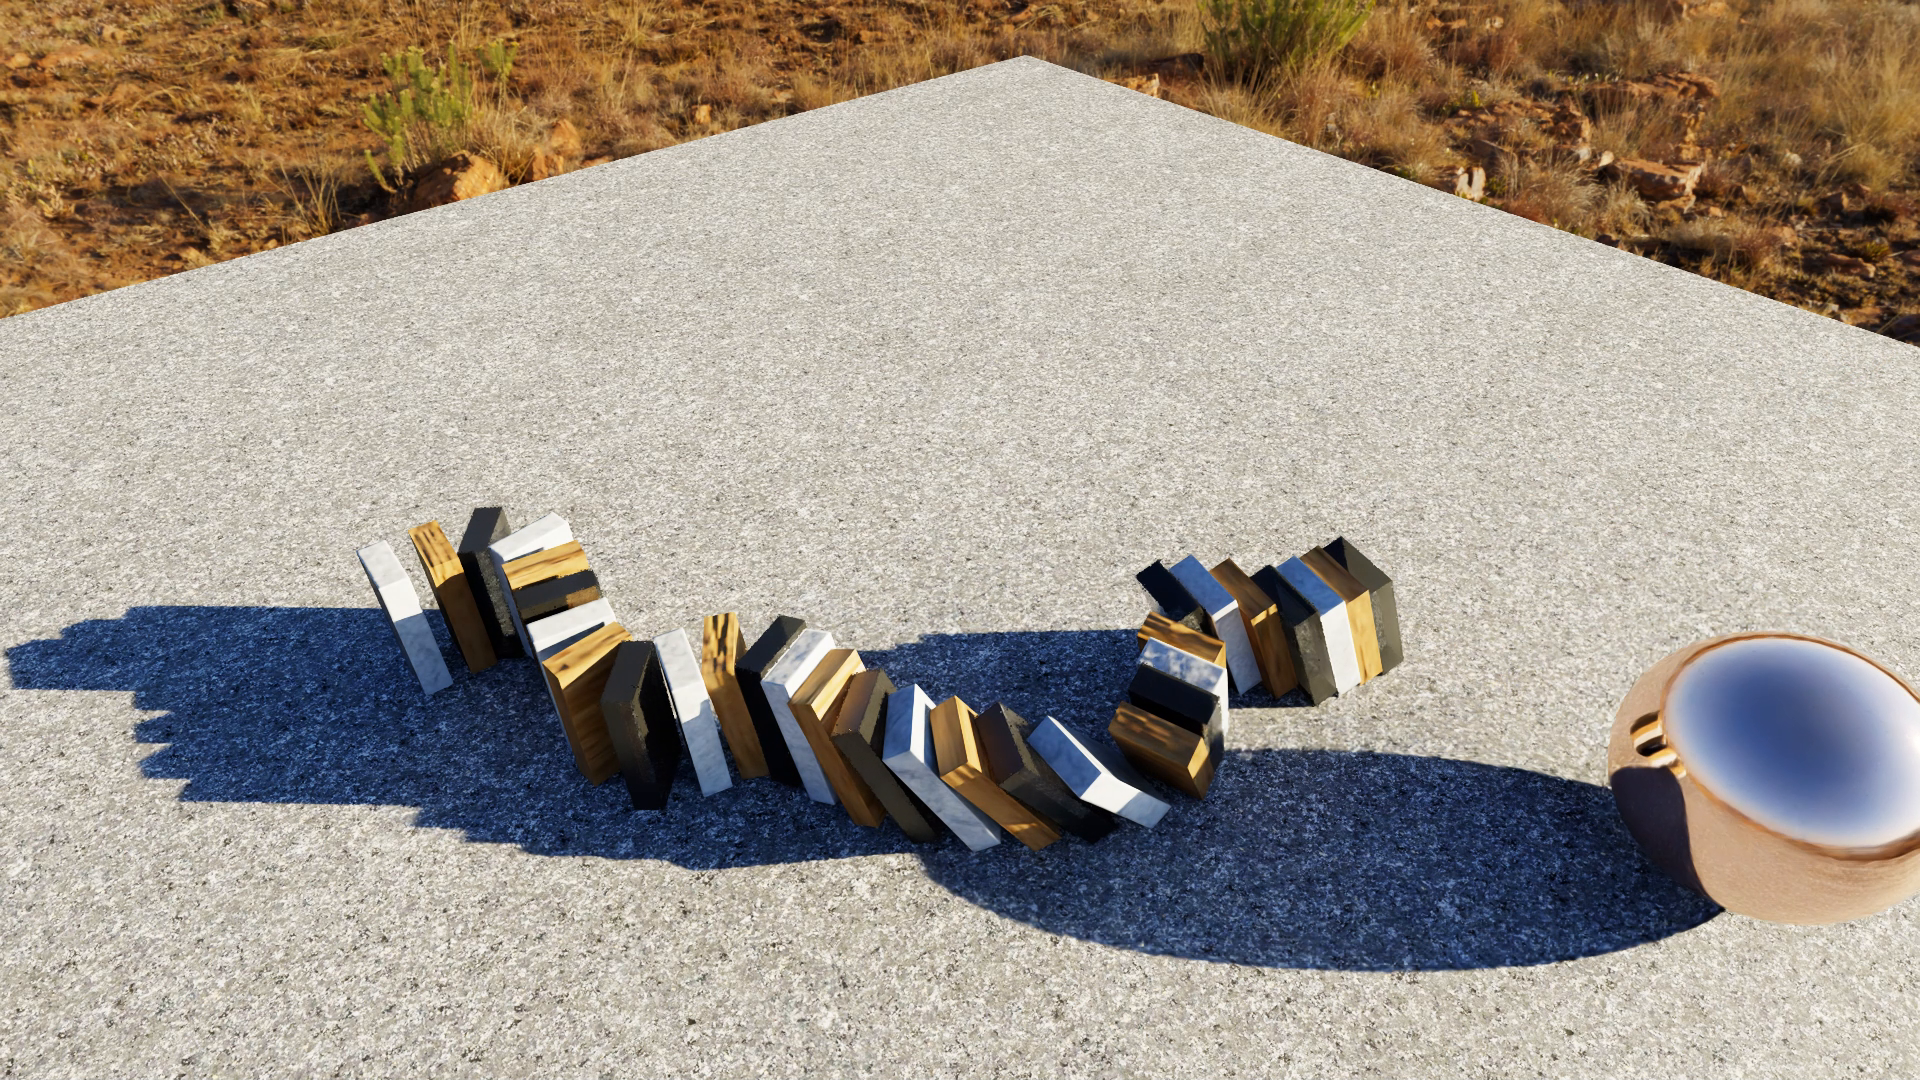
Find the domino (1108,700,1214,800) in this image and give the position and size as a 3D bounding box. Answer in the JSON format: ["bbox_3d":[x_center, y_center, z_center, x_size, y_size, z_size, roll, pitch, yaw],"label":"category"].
[{"bbox_3d":[0.062,0.065,0.334,0.025,0.050,0.010,23,75,25],"label":"domino"}]

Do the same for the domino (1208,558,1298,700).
[{"bbox_3d":[0.100,0.031,0.374,0.010,0.050,0.025,-33,45,-2],"label":"domino"}]

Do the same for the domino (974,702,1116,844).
[{"bbox_3d":[0.026,0.070,0.330,0.010,0.050,0.025,-39,40,13],"label":"domino"}]

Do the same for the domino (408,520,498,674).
[{"bbox_3d":[-0.178,0.021,0.386,0.010,0.050,0.025,-25,46,-27],"label":"domino"}]

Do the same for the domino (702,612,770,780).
[{"bbox_3d":[-0.070,0.050,0.350,0.010,0.050,0.025,-10,40,-2],"label":"domino"}]

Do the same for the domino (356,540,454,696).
[{"bbox_3d":[-0.191,0.027,0.378,0.009,0.050,0.025,-27,47,-29],"label":"domino"}]

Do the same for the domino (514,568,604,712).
[{"bbox_3d":[-0.129,0.035,0.369,0.025,0.050,0.009,-20,43,-22],"label":"domino"}]

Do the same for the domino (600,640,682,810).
[{"bbox_3d":[-0.098,0.058,0.341,0.010,0.050,0.025,0,39,2],"label":"domino"}]

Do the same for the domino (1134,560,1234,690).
[{"bbox_3d":[0.077,0.031,0.374,0.010,0.050,0.025,-35,45,-1],"label":"domino"}]

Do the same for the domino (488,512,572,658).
[{"bbox_3d":[-0.147,0.017,0.390,0.010,0.050,0.025,28,47,30],"label":"domino"}]

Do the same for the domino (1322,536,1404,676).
[{"bbox_3d":[0.140,0.023,0.383,0.010,0.050,0.025,-33,45,-2],"label":"domino"}]

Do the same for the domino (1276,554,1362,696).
[{"bbox_3d":[0.122,0.030,0.375,0.009,0.050,0.025,-33,45,-2],"label":"domino"}]

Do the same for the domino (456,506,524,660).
[{"bbox_3d":[-0.164,0.016,0.392,0.009,0.050,0.025,-3,39,-4],"label":"domino"}]

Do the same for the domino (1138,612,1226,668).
[{"bbox_3d":[0.073,0.043,0.359,0.025,0.050,0.009,23,68,25],"label":"domino"}]

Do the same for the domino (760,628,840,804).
[{"bbox_3d":[-0.044,0.055,0.343,0.009,0.050,0.025,5,37,29],"label":"domino"}]

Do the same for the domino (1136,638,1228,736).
[{"bbox_3d":[0.072,0.050,0.351,0.025,0.050,0.009,23,68,25],"label":"domino"}]

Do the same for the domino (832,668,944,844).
[{"bbox_3d":[-0.019,0.066,0.332,0.009,0.050,0.025,-15,33,25],"label":"domino"}]

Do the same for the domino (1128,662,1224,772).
[{"bbox_3d":[0.068,0.057,0.343,0.025,0.050,0.010,23,69,25],"label":"domino"}]

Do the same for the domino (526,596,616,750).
[{"bbox_3d":[-0.121,0.044,0.358,0.025,0.050,0.009,-21,44,-23],"label":"domino"}]

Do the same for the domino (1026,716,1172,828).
[{"bbox_3d":[0.042,0.070,0.330,0.010,0.050,0.025,-50,50,5],"label":"domino"}]

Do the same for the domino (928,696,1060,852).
[{"bbox_3d":[0.011,0.070,0.329,0.009,0.050,0.025,-33,37,16],"label":"domino"}]

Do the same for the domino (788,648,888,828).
[{"bbox_3d":[-0.032,0.061,0.337,0.009,0.050,0.025,-3,33,34],"label":"domino"}]

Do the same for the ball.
[{"bbox_3d":[0.228,0.065,0.308,0.080,0.080,0.080,0,39,0],"label":"ball"}]

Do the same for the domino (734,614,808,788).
[{"bbox_3d":[-0.054,0.051,0.348,0.009,0.050,0.025,10,40,25],"label":"domino"}]

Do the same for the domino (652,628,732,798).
[{"bbox_3d":[-0.084,0.054,0.345,0.009,0.050,0.025,-18,43,-17],"label":"domino"}]

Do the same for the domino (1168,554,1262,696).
[{"bbox_3d":[0.088,0.030,0.376,0.009,0.050,0.025,-33,45,-2],"label":"domino"}]

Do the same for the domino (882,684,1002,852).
[{"bbox_3d":[-0.004,0.069,0.329,0.010,0.050,0.025,-25,35,20],"label":"domino"}]

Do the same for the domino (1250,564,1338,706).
[{"bbox_3d":[0.113,0.033,0.372,0.009,0.050,0.025,-33,45,-2],"label":"domino"}]

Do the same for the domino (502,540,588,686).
[{"bbox_3d":[-0.138,0.026,0.380,0.025,0.050,0.009,-22,44,-24],"label":"domino"}]

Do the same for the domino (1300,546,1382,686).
[{"bbox_3d":[0.131,0.027,0.379,0.010,0.050,0.025,-33,45,-2],"label":"domino"}]

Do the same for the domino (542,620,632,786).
[{"bbox_3d":[-0.112,0.052,0.348,0.009,0.050,0.025,31,48,33],"label":"domino"}]
